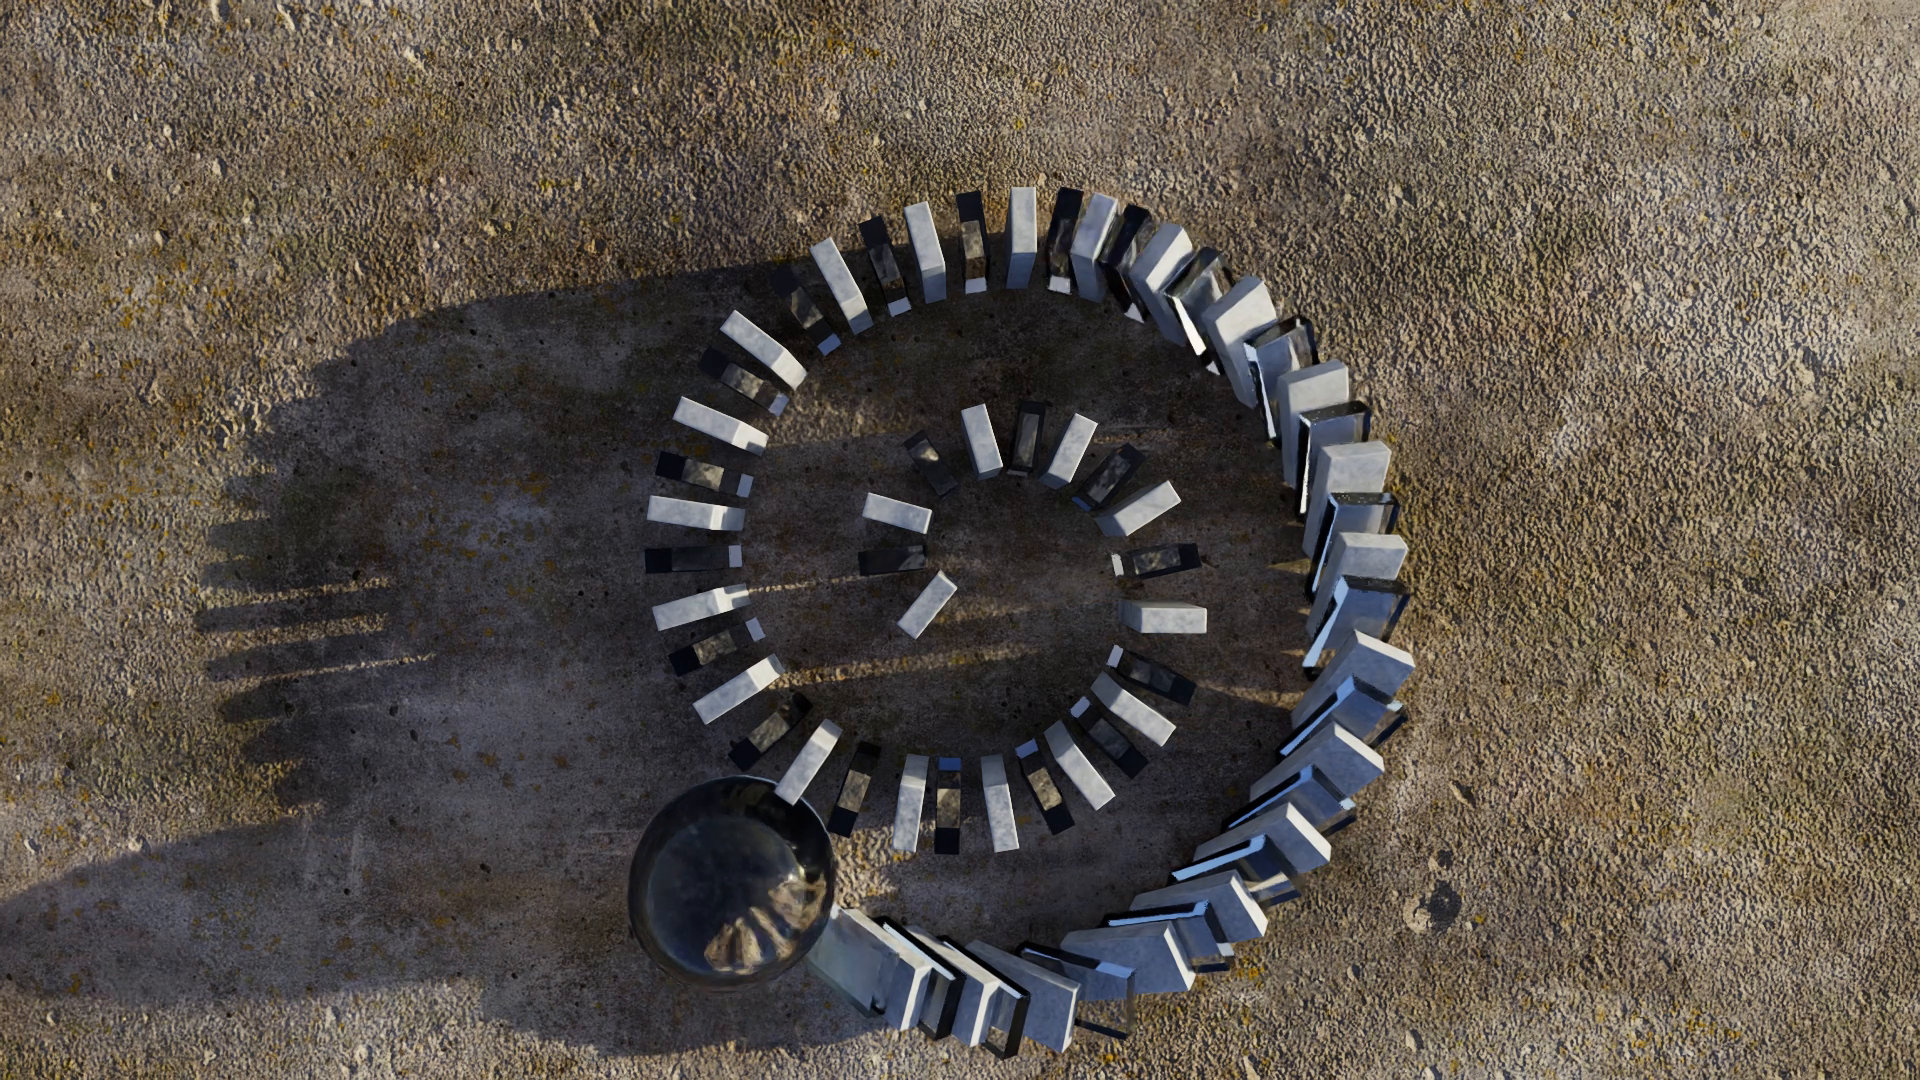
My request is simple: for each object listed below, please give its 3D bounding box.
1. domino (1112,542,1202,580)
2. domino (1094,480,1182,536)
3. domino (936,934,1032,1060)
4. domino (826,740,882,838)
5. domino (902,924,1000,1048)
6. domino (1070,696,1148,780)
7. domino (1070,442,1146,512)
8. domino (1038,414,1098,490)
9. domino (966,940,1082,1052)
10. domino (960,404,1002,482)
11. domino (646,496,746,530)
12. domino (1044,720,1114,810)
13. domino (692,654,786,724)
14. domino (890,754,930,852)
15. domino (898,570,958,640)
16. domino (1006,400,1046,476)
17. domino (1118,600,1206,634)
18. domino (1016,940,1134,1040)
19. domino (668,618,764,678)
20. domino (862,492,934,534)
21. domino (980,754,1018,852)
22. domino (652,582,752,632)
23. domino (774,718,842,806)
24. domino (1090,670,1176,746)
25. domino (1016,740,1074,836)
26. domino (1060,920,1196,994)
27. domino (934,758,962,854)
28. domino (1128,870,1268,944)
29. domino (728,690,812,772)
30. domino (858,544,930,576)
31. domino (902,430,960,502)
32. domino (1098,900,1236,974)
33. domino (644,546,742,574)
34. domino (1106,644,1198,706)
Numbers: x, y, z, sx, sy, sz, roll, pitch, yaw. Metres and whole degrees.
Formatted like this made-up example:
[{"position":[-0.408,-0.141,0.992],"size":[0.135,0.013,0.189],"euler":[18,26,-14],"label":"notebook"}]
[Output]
[{"position":[0.079,0.008,0.375],"size":[0.025,0.050,0.010],"euler":[-13,90,0],"label":"domino"},{"position":[0.071,-0.012,0.375],"size":[0.025,0.050,0.009],"euler":[-33,90,0],"label":"domino"},{"position":[0.005,0.188,0.379],"size":[0.050,0.009,0.025],"euler":[14,90,44],"label":"domino"},{"position":[-0.043,0.101,0.375],"size":[0.010,0.050,0.025],"euler":[20,90,0],"label":"domino"},{"position":[-0.008,0.183,0.379],"size":[0.050,0.010,0.025],"euler":[13,89,44],"label":"domino"},{"position":[0.060,0.080,0.375],"size":[0.025,0.050,0.010],"euler":[43,90,0],"label":"domino"},{"position":[0.060,-0.025,0.375],"size":[0.009,0.050,0.025],"euler":[39,90,0],"label":"domino"},{"position":[0.043,-0.035,0.375],"size":[0.009,0.050,0.025],"euler":[25,90,0],"label":"domino"},{"position":[0.024,0.190,0.384],"size":[0.050,0.010,0.025],"euler":[11,90,28],"label":"domino"},{"position":[0.008,-0.039,0.375],"size":[0.009,0.050,0.025],"euler":[-16,90,0],"label":"domino"},{"position":[-0.107,-0.011,0.375],"size":[0.025,0.050,0.009],"euler":[9,90,0],"label":"domino"},{"position":[0.048,0.091,0.375],"size":[0.009,0.050,0.025],"euler":[-38,90,0],"label":"domino"},{"position":[-0.089,0.060,0.375],"size":[0.025,0.050,0.009],"euler":[-32,90,0],"label":"domino"},{"position":[-0.020,0.106,0.375],"size":[0.010,0.050,0.025],"euler":[8,90,0],"label":"domino"},{"position":[-0.013,0.025,0.375],"size":[0.009,0.050,0.025],"euler":[39,90,0],"label":"domino"},{"position":[0.027,-0.041,0.375],"size":[0.009,0.050,0.025],"euler":[9,90,0],"label":"domino"},{"position":[0.082,0.031,0.375],"size":[0.025,0.050,0.009],"euler":[1,90,0],"label":"domino"},{"position":[0.047,0.188,0.383],"size":[0.050,0.010,0.025],"euler":[1,90,30],"label":"domino"},{"position":[-0.098,0.043,0.375],"size":[0.025,0.050,0.009],"euler":[-24,90,0],"label":"domino"},{"position":[-0.024,-0.010,0.375],"size":[0.025,0.050,0.010],"euler":[16,90,0],"label":"domino"},{"position":[0.016,0.106,0.375],"size":[0.009,0.050,0.025],"euler":[-10,90,0],"label":"domino"},{"position":[-0.104,0.027,0.375],"size":[0.025,0.050,0.009],"euler":[-16,90,0],"label":"domino"},{"position":[-0.061,0.090,0.374],"size":[0.009,0.050,0.025],"euler":[34,87,0],"label":"domino"},{"position":[0.070,0.068,0.375],"size":[0.025,0.050,0.010],"euler":[35,90,0],"label":"domino"},{"position":[0.034,0.100,0.375],"size":[0.009,0.050,0.025],"euler":[-28,90,0],"label":"domino"},{"position":[0.069,0.175,0.382],"size":[0.050,0.009,0.025],"euler":[-23,92,33],"label":"domino"},{"position":[-0.005,0.108,0.375],"size":[0.009,0.050,0.025],"euler":[2,90,0],"label":"domino"},{"position":[0.099,0.156,0.382],"size":[0.050,0.009,0.025],"euler":[-31,90,34],"label":"domino"},{"position":[-0.077,0.077,0.375],"size":[0.025,0.050,0.009],"euler":[-41,90,0],"label":"domino"},{"position":[-0.026,0.008,0.375],"size":[0.025,0.050,0.010],"euler":[-6,90,0],"label":"domino"},{"position":[-0.011,-0.030,0.375],"size":[0.010,0.050,0.025],"euler":[-35,90,0],"label":"domino"},{"position":[0.085,0.167,0.382],"size":[0.050,0.009,0.025],"euler":[-24,92,34],"label":"domino"},{"position":[-0.108,0.008,0.375],"size":[0.025,0.050,0.009],"euler":[-3,90,0],"label":"domino"},{"position":[0.077,0.055,0.375],"size":[0.025,0.050,0.009],"euler":[23,90,0],"label":"domino"}]
